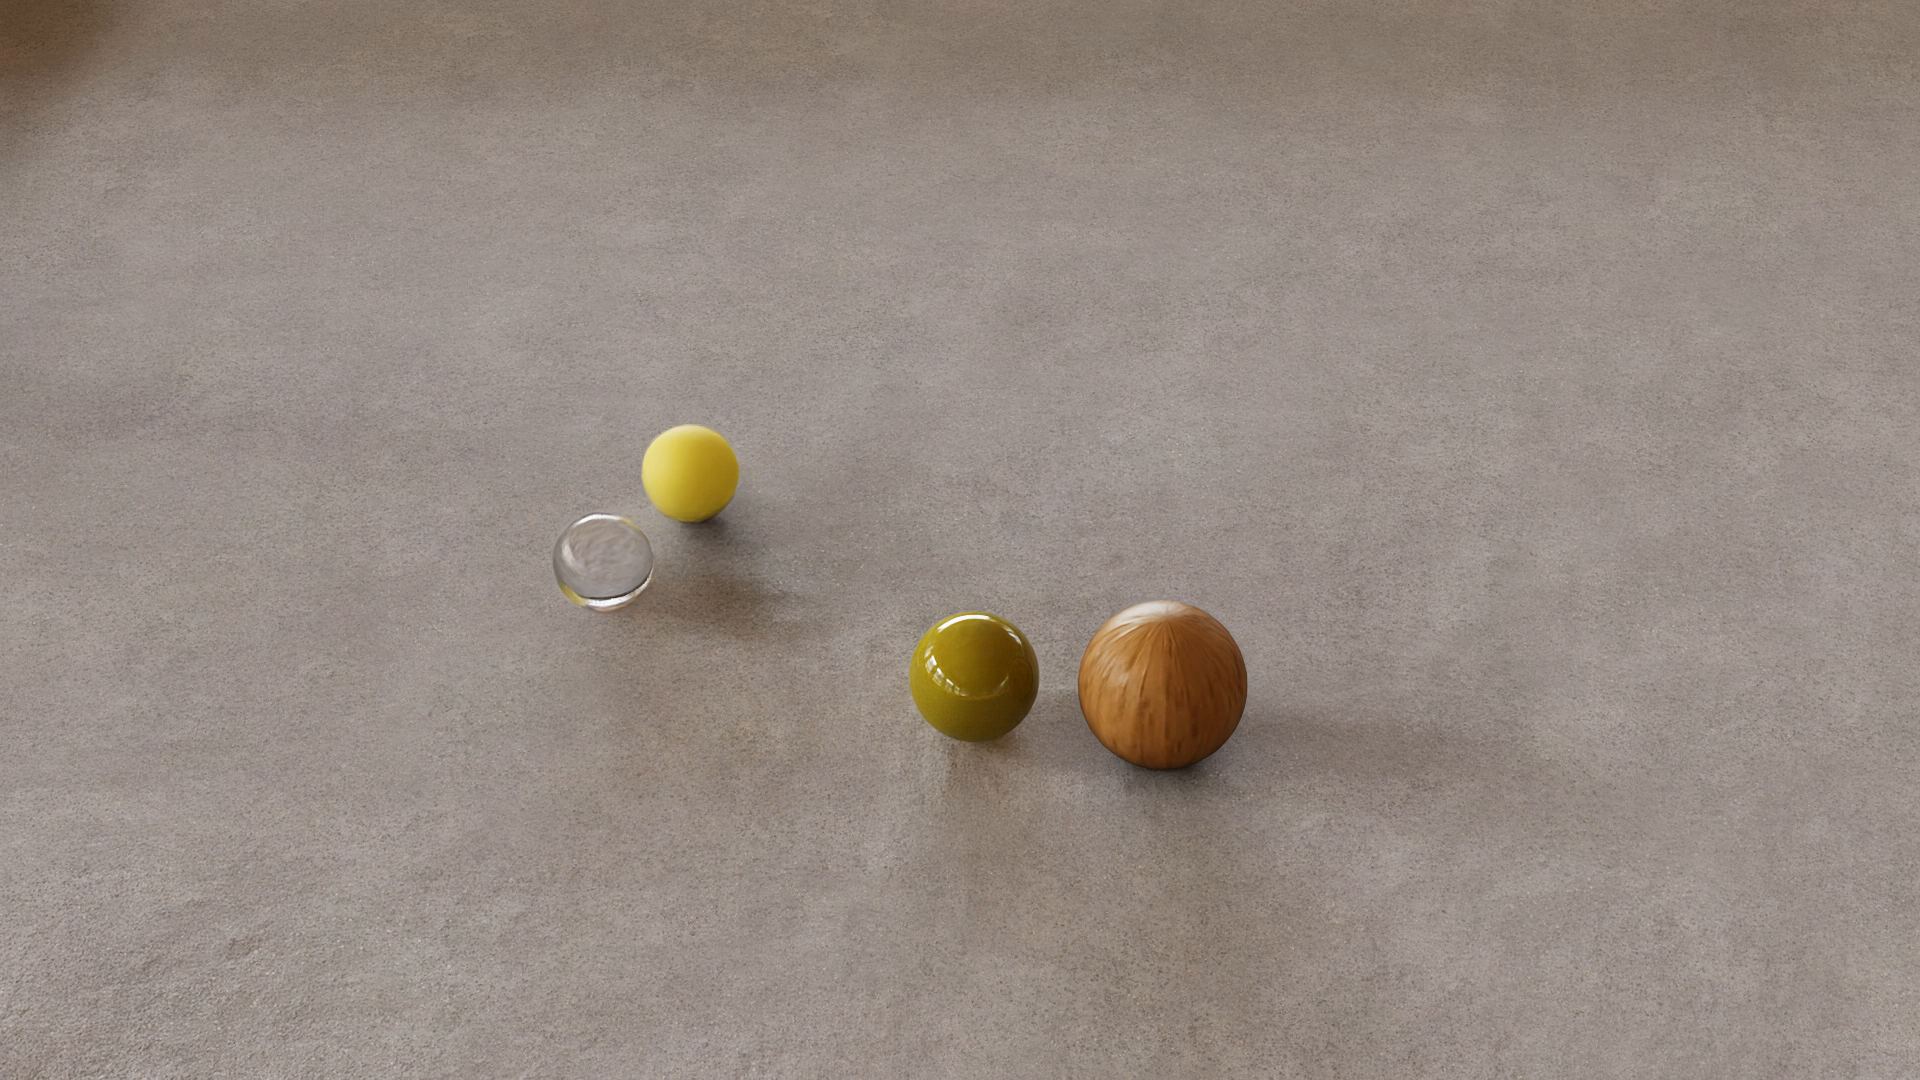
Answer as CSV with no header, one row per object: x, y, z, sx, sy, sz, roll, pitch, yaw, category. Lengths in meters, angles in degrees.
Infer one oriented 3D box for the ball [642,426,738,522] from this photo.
-0.170,-0.041,1.616,0.061,0.061,0.061,0,37,0,ball

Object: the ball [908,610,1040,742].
0.008,0.077,1.446,0.074,0.074,0.074,0,37,0,ball

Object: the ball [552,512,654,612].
-0.215,0.013,1.543,0.060,0.060,0.060,0,37,0,ball

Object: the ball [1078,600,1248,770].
0.112,0.080,1.424,0.094,0.094,0.094,0,37,0,ball
